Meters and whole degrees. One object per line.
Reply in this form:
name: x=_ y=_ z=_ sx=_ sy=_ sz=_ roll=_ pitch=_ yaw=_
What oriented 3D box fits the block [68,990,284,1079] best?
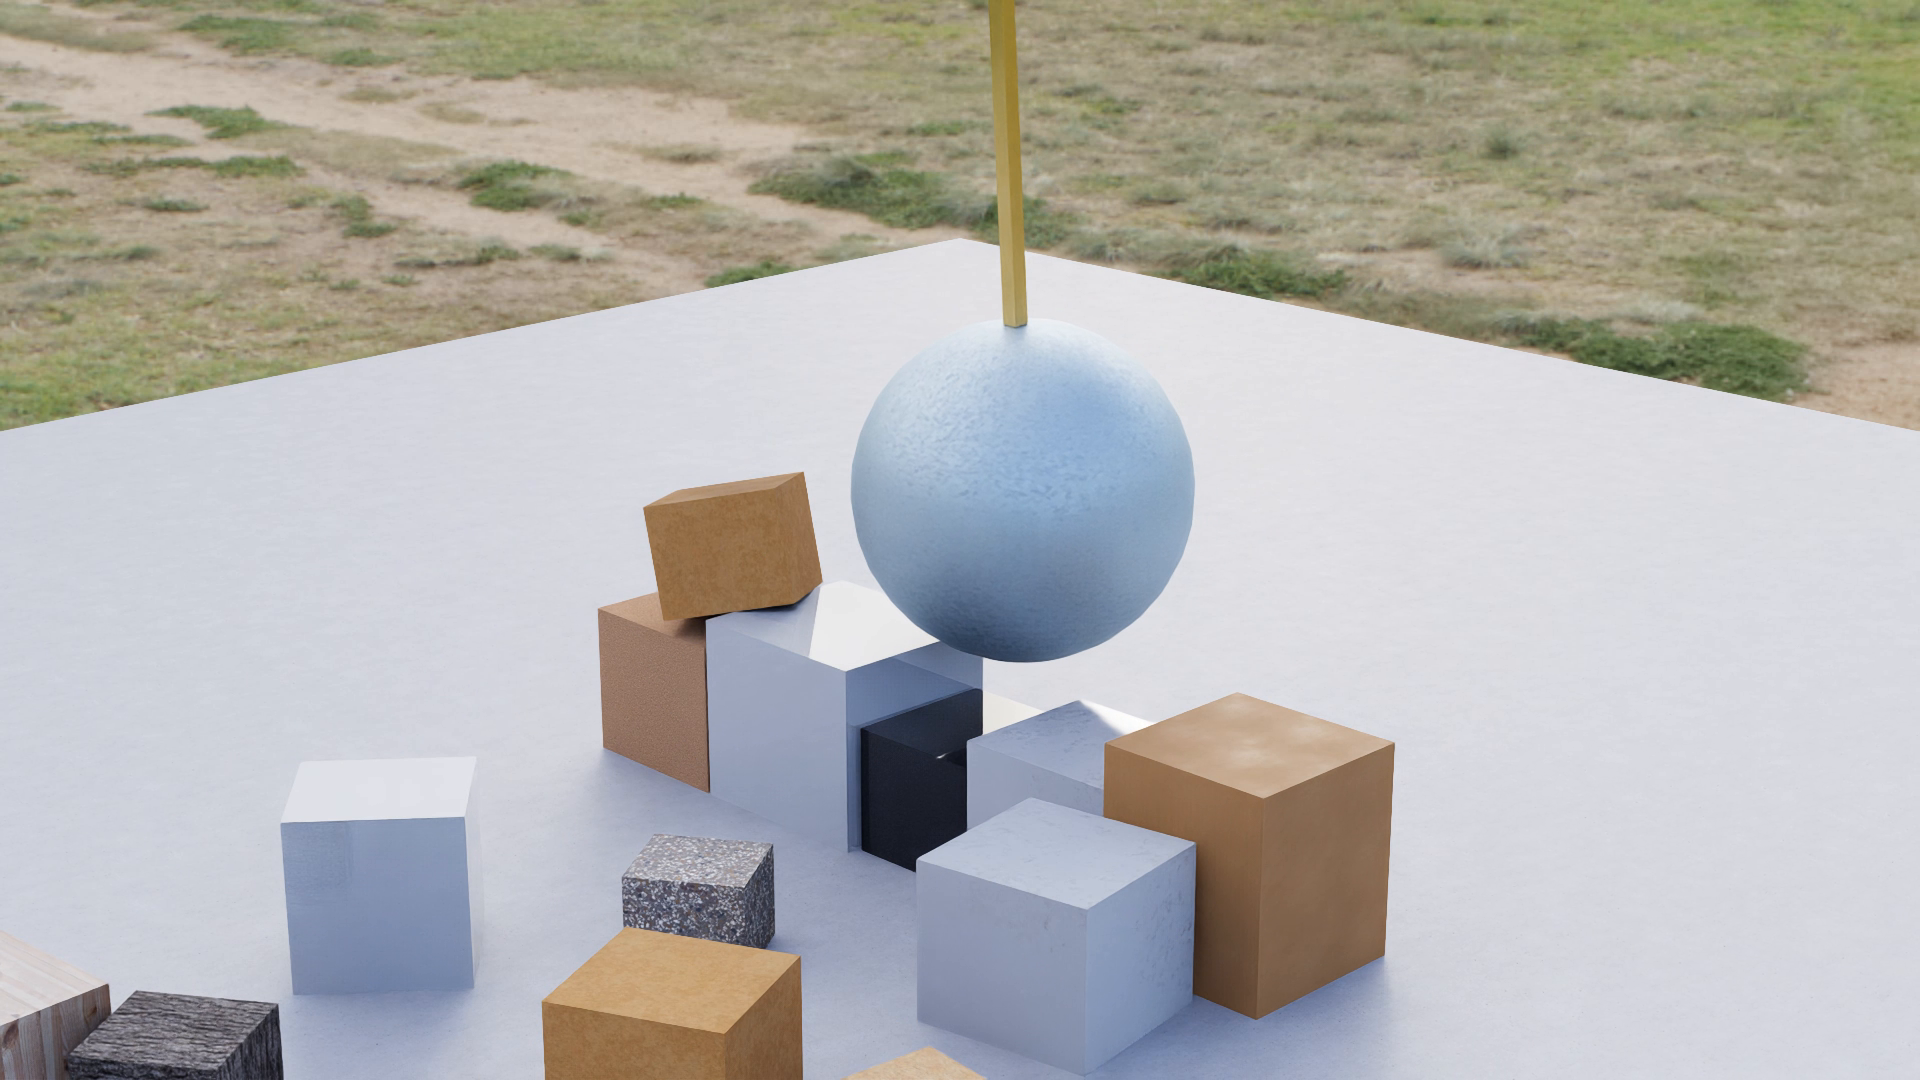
block: x=-2.902 y=2.059 z=10.914 sx=0.576 sy=0.526 sz=0.547 roll=3 pitch=18 yaw=11

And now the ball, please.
ball: x=0.291 y=-0.231 z=13.574 sx=1.600 sy=1.600 sz=1.600 roll=0 pitch=17 yaw=0

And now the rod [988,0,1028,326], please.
rod: x=0.126 y=-3.418 z=12.400 sx=0.080 sy=5.200 sz=0.080 roll=17 pitch=28 yaw=42

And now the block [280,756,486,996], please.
block: x=-2.448 y=1.423 z=12.514 sx=0.751 sy=0.781 sz=0.675 roll=-1 pitch=18 yaw=-5

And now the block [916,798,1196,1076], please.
block: x=0.395 y=1.607 z=12.027 sx=0.828 sy=0.721 sz=0.807 roll=12 pitch=21 yaw=34

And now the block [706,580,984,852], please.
block: x=-0.556 y=0.831 z=14.192 sx=0.889 sy=0.904 sz=0.999 roll=-16 pitch=24 yaw=-42

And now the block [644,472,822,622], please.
block: x=-1.114 y=0.027 z=14.486 sx=0.667 sy=0.567 sz=0.597 roll=-8 pitch=8 yaw=12

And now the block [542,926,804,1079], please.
block: x=-1.076 y=1.945 z=11.102 sx=0.742 sy=0.631 sz=0.692 roll=6 pitch=19 yaw=20

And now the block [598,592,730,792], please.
block: x=-1.224 y=0.705 z=14.850 sx=0.847 sy=0.751 sz=0.850 roll=-16 pitch=24 yaw=-41

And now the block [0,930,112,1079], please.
block: x=-3.699 y=1.973 z=11.012 sx=0.724 sy=0.633 sz=0.744 roll=14 pitch=22 yaw=38

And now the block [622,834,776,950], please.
block: x=-1.121 y=1.574 z=12.627 sx=0.537 sy=0.426 sz=0.472 roll=3 pitch=18 yaw=11

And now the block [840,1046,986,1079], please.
block: x=-0.146 y=2.204 z=10.490 sx=0.502 sy=0.505 sz=0.514 roll=-14 pitch=22 yaw=-37

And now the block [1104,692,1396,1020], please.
block: x=1.221 y=1.323 z=12.498 sx=0.863 sy=0.983 sz=0.870 roll=17 pitch=24 yaw=42

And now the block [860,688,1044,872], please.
block: x=0.052 y=1.153 z=13.657 sx=0.761 sy=0.611 sz=0.687 roll=-17 pitch=24 yaw=-42

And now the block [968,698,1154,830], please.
block: x=0.596 y=1.256 z=13.109 sx=0.849 sy=0.743 sz=0.747 roll=17 pitch=24 yaw=42
